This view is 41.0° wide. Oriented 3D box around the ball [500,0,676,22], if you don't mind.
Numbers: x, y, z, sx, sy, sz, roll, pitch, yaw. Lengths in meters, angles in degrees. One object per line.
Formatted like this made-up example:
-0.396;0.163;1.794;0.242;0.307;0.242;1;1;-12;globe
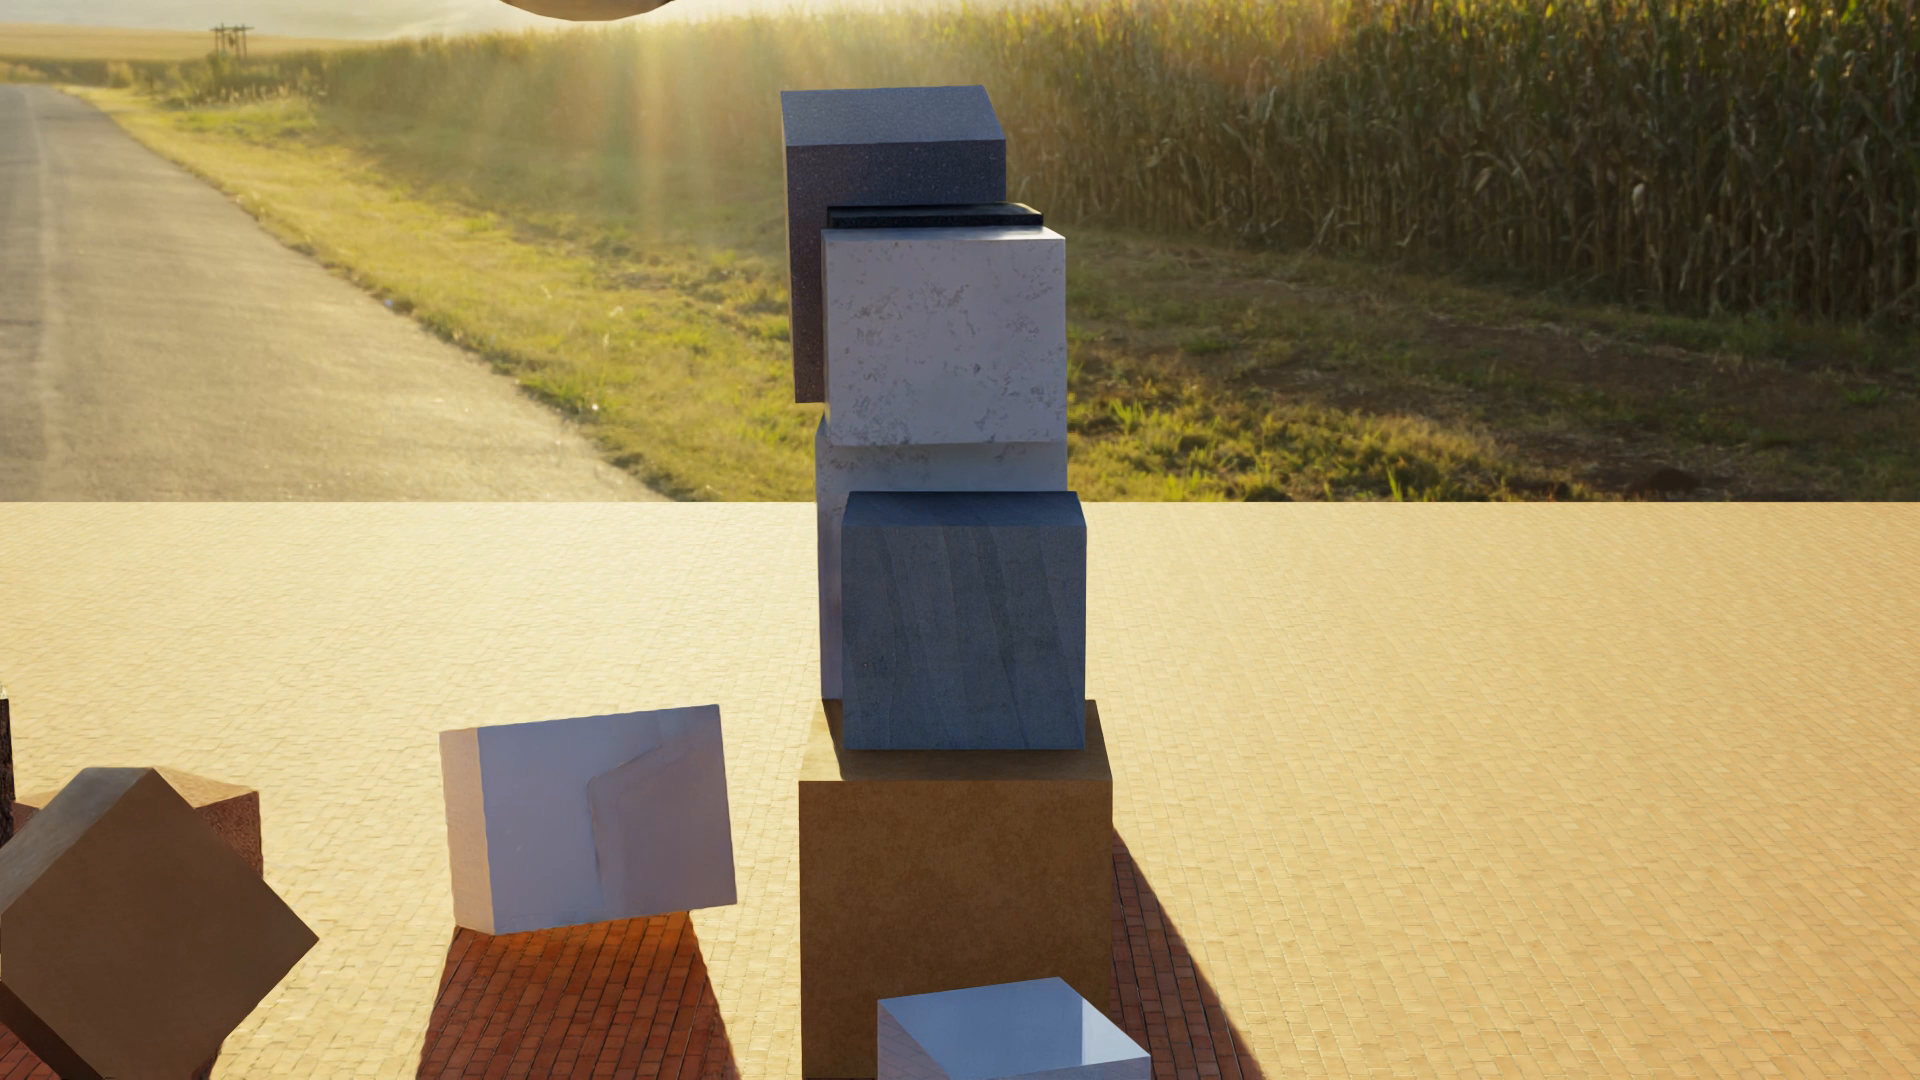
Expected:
-1.563;-2.963;10.642;1.600;1.600;1.600;0;10;0;ball

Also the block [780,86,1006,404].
-0.314;-1.372;11.755;0.950;1.177;1.016;-2;23;-4;block

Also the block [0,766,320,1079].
-2.847;1.337;8.644;0.795;0.816;0.792;-49;22;-27;block

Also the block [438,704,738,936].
-1.542;1.136;10.557;0.989;0.812;0.805;-4;-3;-22;block

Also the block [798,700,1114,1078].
-0.015;1.264;9.565;1.091;1.090;1.174;0;10;0;block

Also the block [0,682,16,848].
-4.801;1.045;11.633;0.887;0.781;0.903;-5;11;-25;block

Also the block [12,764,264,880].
-3.287;1.347;10.297;0.677;0.665;0.669;7;13;35;block

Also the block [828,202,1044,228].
-0.115;-0.985;10.813;0.848;0.806;0.884;-2;10;-4;block

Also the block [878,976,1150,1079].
0.148;1.797;7.663;0.597;0.722;0.700;-4;11;-20;block

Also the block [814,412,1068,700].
-0.068;0.066;10.506;0.972;1.154;1.065;-1;10;0;block

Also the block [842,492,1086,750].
0.014;0.285;9.606;0.877;0.822;0.773;0;10;0;block

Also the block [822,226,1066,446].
-0.077;-0.809;9.971;0.890;0.761;0.830;-1;10;-4;block
